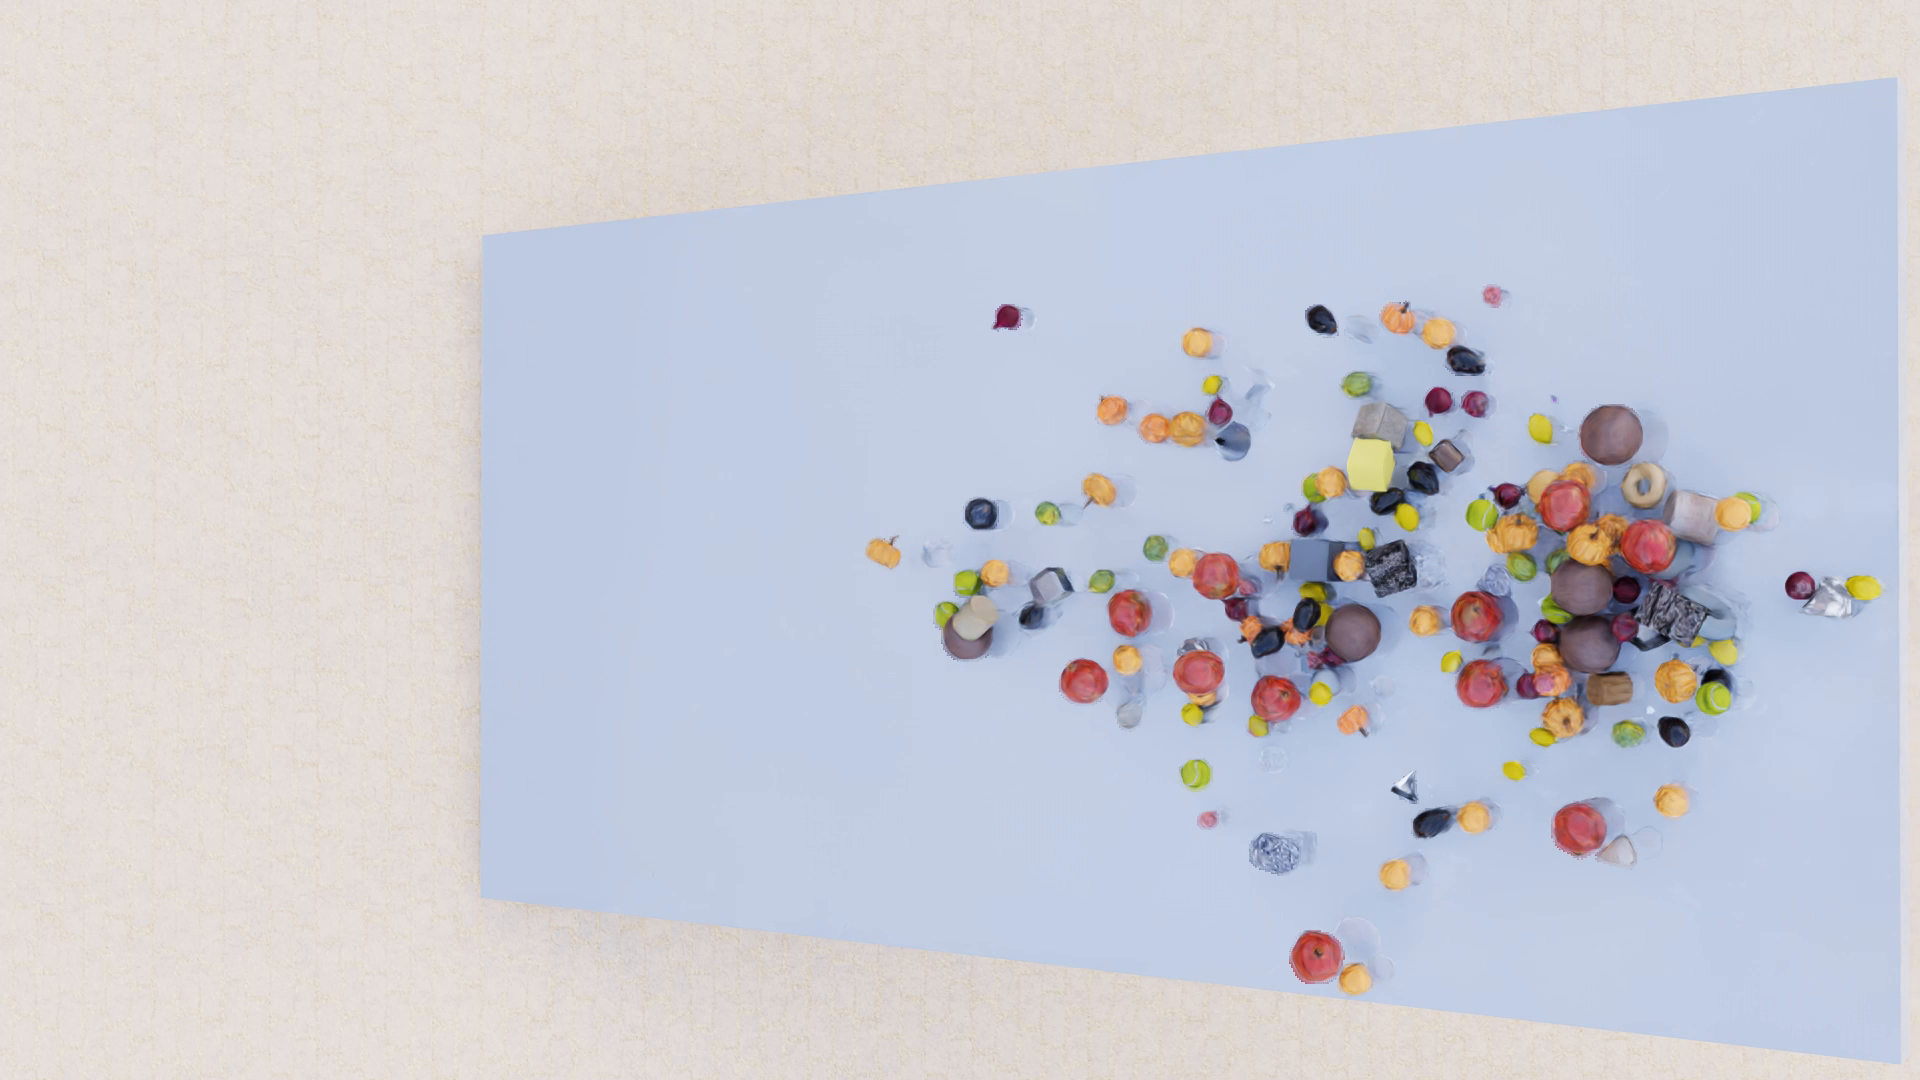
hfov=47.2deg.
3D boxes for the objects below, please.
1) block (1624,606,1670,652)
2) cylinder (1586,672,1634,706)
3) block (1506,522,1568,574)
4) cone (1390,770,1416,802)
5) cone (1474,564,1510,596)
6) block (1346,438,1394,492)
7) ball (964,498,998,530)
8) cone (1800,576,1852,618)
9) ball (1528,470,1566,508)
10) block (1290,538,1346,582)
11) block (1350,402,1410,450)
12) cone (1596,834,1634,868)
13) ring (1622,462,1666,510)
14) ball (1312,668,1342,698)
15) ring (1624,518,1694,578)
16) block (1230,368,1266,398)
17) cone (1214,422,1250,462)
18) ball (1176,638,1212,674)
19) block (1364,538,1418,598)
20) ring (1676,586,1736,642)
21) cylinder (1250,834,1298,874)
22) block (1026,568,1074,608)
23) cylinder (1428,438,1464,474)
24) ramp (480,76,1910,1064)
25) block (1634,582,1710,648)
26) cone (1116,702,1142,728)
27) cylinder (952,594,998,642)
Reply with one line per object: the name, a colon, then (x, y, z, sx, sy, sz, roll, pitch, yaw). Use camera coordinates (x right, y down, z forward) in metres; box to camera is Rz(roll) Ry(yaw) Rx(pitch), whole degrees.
block: (1.461, 0.185, 4.676, 0.067, 0.067, 0.067, 34, 46, -23)
cylinder: (1.395, 0.320, 4.723, 0.070, 0.070, 0.070, -3, 89, -18)
block: (1.263, 0.017, 4.810, 0.080, 0.080, 0.080, 9, 110, -40)
cone: (1.016, 0.549, 4.979, 0.066, 0.066, 0.066, 24, 93, 0)
cone: (1.174, 0.097, 4.909, 0.074, 0.074, 0.074, 8, 74, -28)
block: (0.929, -0.170, 4.974, 0.081, 0.081, 0.081, 7, 54, 26)
ball: (0.053, -0.066, 5.613, 0.084, 0.084, 0.084, 0, 90, 0)
cone: (1.744, 0.134, 4.475, 0.091, 0.091, 0.091, -21, 90, -12)
ball: (1.283, -0.112, 4.810, 0.082, 0.082, 0.082, 0, 90, 0)
block: (0.828, 0.047, 5.099, 0.094, 0.094, 0.094, 4, 92, 33)
block: (0.954, -0.256, 4.996, 0.081, 0.081, 0.081, 32, 69, -28)
cone: (1.378, 0.666, 4.660, 0.072, 0.072, 0.072, -9, 90, -15)
ring: (1.465, -0.116, 4.710, 0.034, 0.101, 0.101, 8, 89, -42)
ball: (0.847, 0.330, 5.082, 0.070, 0.070, 0.070, 0, 90, 0)
ring: (1.481, 0.017, 4.663, 0.147, 0.049, 0.147, -1, 58, 2)
block: (0.682, -0.372, 5.223, 0.052, 0.052, 0.052, -45, 67, 25)
cone: (0.628, -0.235, 5.231, 0.095, 0.095, 0.095, 0, 90, 34)
ball: (0.563, 0.278, 5.275, 0.086, 0.086, 0.086, 0, 90, 0)
block: (0.972, 0.064, 4.959, 0.089, 0.089, 0.089, -20, 102, 19)
ring: (1.552, 0.154, 4.593, 0.149, 0.149, 0.050, 26, 121, 0)
cylinder: (0.734, 0.731, 5.132, 0.078, 0.078, 0.078, -6, 100, -36)
block: (0.226, 0.118, 5.505, 0.072, 0.072, 0.072, -37, 70, 27)
cylinder: (1.092, -0.190, 4.938, 0.057, 0.057, 0.057, -45, 94, 0)
ramp: (0.255, 0.070, 5.589, 4.000, 0.100, 2.000, 0, 89, 33)
block: (1.459, 0.153, 4.508, 0.089, 0.089, 0.089, 23, 97, -30)
cone: (0.402, 0.421, 5.411, 0.069, 0.069, 0.069, -8, 107, -28)
cylinder: (0.038, 0.195, 5.493, 0.084, 0.084, 0.084, 45, 127, 0)
